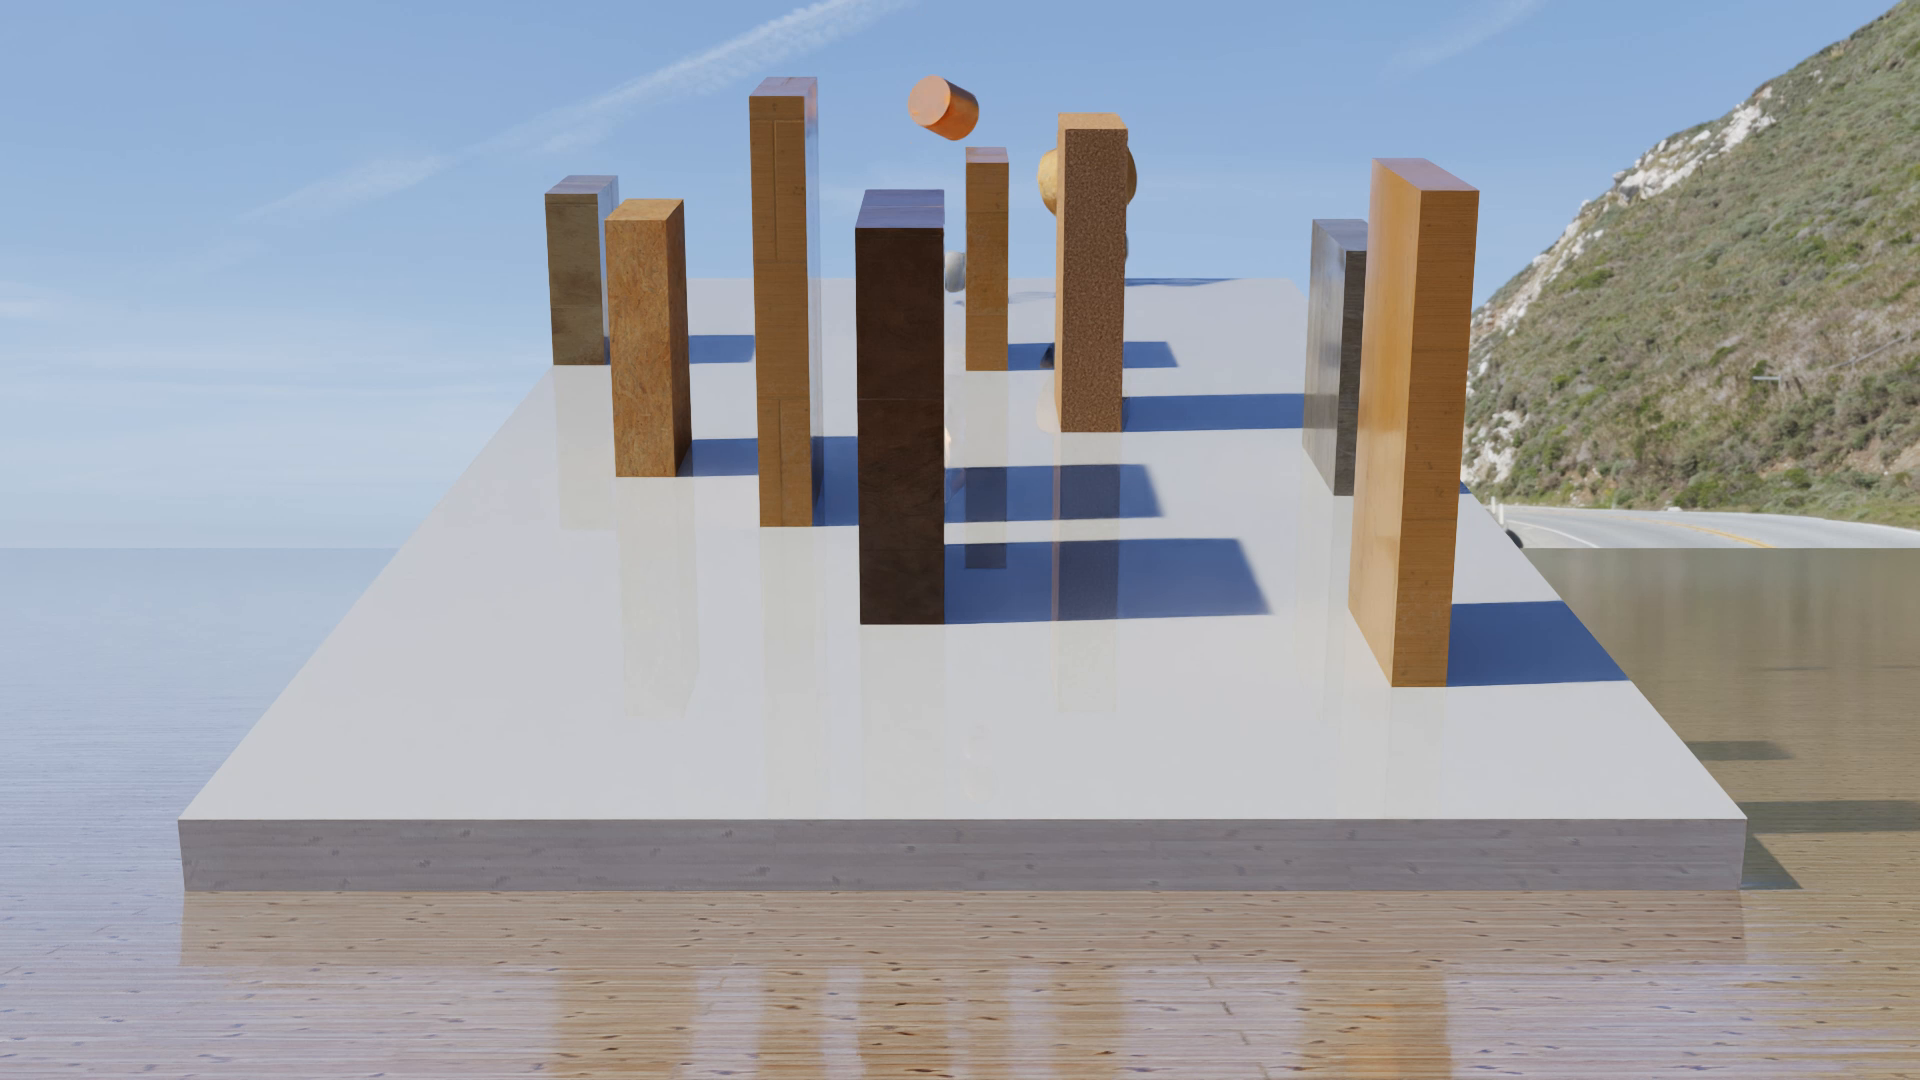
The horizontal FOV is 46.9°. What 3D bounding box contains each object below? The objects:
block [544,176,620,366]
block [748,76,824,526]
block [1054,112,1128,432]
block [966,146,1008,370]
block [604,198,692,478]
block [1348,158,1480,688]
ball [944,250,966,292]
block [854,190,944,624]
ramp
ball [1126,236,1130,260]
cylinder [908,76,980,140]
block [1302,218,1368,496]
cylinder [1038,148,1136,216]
[{"bbox_3d":[-0.937,-0.681,5.559,0.127,0.421,0.348,0,17,0],"label":"block"},{"bbox_3d":[-0.322,-0.456,4.172,0.096,0.784,0.397,0,17,0],"label":"block"},{"bbox_3d":[0.284,-0.591,4.862,0.131,0.650,0.331,0,17,0],"label":"block"},{"bbox_3d":[0.065,-0.699,5.478,0.102,0.504,0.321,0,17,0],"label":"block"},{"bbox_3d":[-0.630,-0.415,4.504,0.118,0.515,0.301,0,17,0],"label":"block"},{"bbox_3d":[0.680,-0.187,3.360,0.081,0.734,0.378,0,17,0],"label":"block"},{"bbox_3d":[-0.019,-0.755,6.230,0.117,0.117,0.117,0,0,0],"label":"ball"},{"bbox_3d":[-0.093,-0.232,3.675,0.135,0.638,0.437,0,17,0],"label":"block"},{"bbox_3d":[-0.002,-0.168,4.752,2.000,0.100,4.000,0,17,0],"label":"ramp"},{"bbox_3d":[0.401,-0.868,6.577,0.201,0.201,0.201,0,0,0],"label":"ball"},{"bbox_3d":[-0.050,-1.310,6.723,0.157,0.157,0.157,0,-8,35],"label":"cylinder"},{"bbox_3d":[0.777,-0.373,4.430,0.103,0.479,0.407,0,17,0],"label":"block"},{"bbox_3d":[0.376,-1.069,6.538,0.209,0.209,0.209,-7,-5,40],"label":"cylinder"}]
